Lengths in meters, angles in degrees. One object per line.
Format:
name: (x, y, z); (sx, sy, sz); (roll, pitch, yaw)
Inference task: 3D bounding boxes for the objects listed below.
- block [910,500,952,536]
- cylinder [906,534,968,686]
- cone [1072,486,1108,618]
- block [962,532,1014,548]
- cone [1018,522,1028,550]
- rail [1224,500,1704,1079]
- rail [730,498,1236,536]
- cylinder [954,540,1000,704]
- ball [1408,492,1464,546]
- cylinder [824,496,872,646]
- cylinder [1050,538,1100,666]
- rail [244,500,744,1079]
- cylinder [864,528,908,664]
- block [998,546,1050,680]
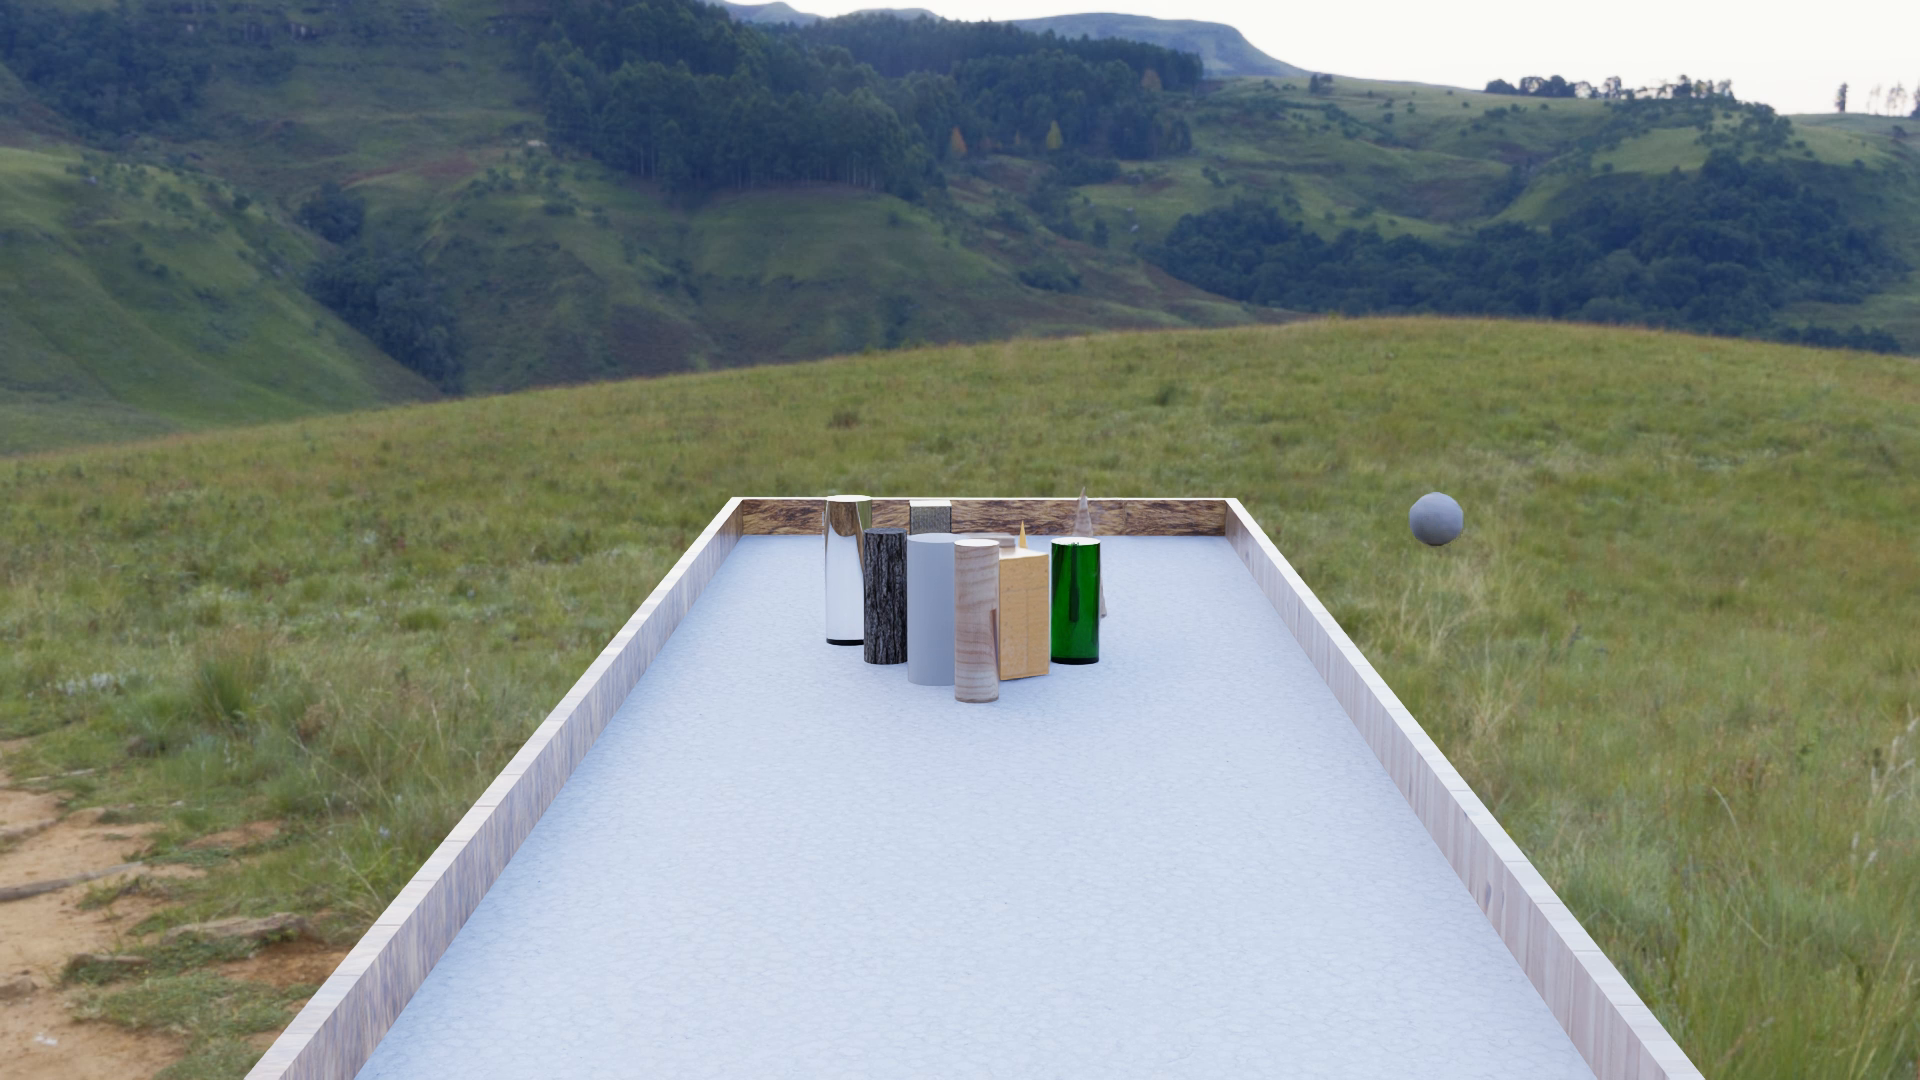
block: (-0.093, 0.104, 6.934); (0.126, 0.444, 0.126); (-1, 9, -3)
cylinder: (-0.064, 0.201, 6.402); (0.180, 0.419, 0.180); (0, 9, 0)
cone: (0.413, 0.031, 7.381); (0.168, 0.449, 0.168); (0, 9, 0)
block: (0.082, 0.174, 6.681); (0.152, 0.378, 0.152); (-1, 6, -6)
cone: (0.197, 0.130, 6.941); (0.139, 0.390, 0.139); (0, 9, 0)
rail: (1.046, 0.843, 3.208); (0.050, 0.150, 12.000); (0, 9, 1)
rail: (0.099, -0.098, 9.147); (2.100, 0.150, 0.050); (0, 9, 1)
cylinder: (0.047, 0.227, 6.159); (0.125, 0.444, 0.125); (0, 9, 0)
ball: (1.756, -0.076, 8.110); (0.198, 0.198, 0.198); (0, 9, 0)
cylinder: (-0.351, 0.095, 6.945); (0.149, 0.458, 0.149); (0, 9, 0)
cylinder: (0.350, 0.185, 6.674); (0.151, 0.367, 0.151); (0, 9, 0)
rail: (-1.004, 0.839, 3.234); (0.050, 0.150, 12.000); (0, 9, 1)
cylinder: (-0.226, 0.169, 6.667); (0.133, 0.399, 0.133); (0, 9, 0)
block: (0.143, 0.216, 6.494); (0.174, 0.359, 0.174); (-5, 10, -31)
